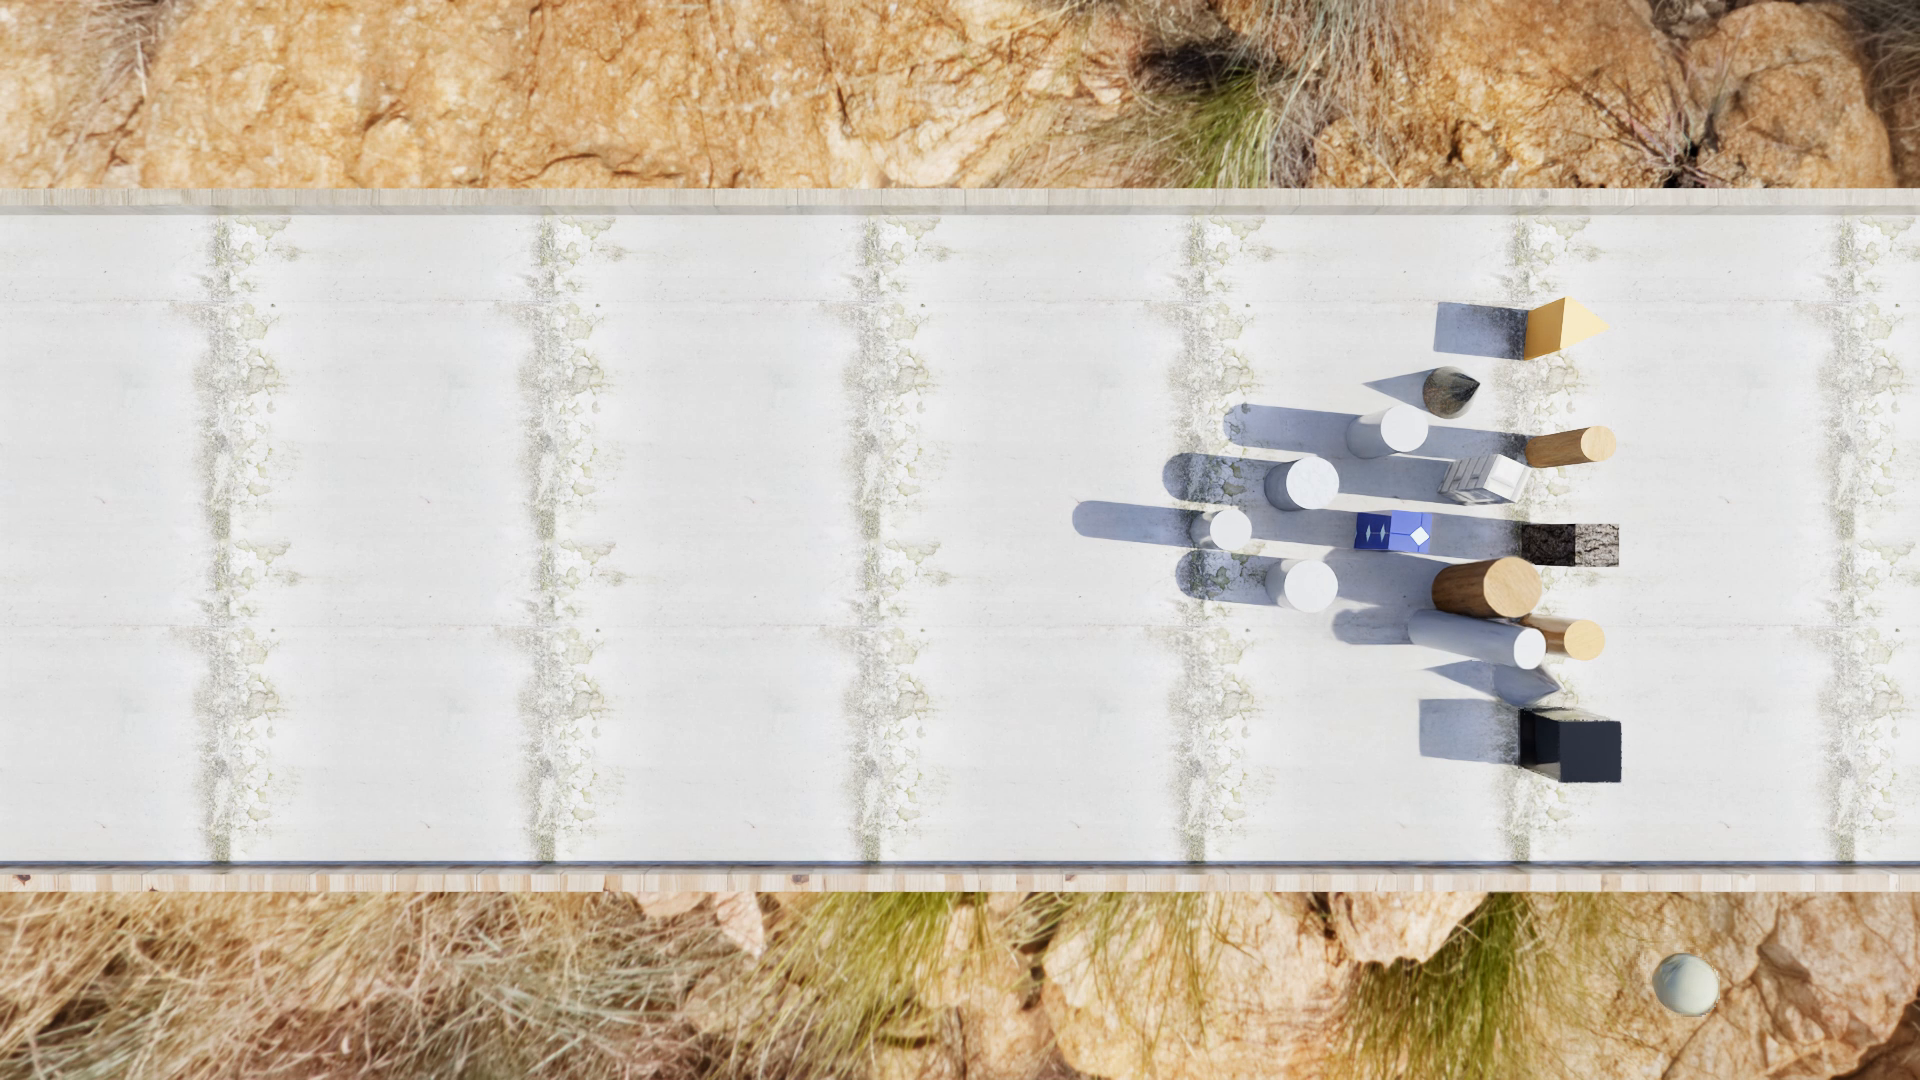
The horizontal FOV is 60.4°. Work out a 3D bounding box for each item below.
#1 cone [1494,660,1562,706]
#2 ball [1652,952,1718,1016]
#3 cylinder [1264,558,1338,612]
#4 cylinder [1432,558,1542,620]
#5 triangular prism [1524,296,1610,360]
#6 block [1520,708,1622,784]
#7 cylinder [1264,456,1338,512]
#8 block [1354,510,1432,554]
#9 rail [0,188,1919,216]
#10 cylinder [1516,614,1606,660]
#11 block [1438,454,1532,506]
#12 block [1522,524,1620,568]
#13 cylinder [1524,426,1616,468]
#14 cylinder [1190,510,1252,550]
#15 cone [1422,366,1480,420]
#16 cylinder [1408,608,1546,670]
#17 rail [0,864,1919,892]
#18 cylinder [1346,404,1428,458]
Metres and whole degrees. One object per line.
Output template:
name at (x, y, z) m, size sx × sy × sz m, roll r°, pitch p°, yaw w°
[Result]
cone at (1.729, 0.427, 4.905) m, size 0.172 × 0.343 × 0.172 m, roll 0°, pitch 90°, yaw 0°
ball at (2.055, 1.258, 4.672) m, size 0.172 × 0.172 × 0.172 m, roll 0°, pitch 90°, yaw 0°
cylinder at (1.015, 0.134, 4.922) m, size 0.154 × 0.308 × 0.154 m, roll 0°, pitch 90°, yaw 0°
cylinder at (1.548, 0.147, 4.868) m, size 0.171 × 0.400 × 0.171 m, roll 0°, pitch 86°, yaw -5°
triangular prism at (1.781, -0.645, 4.921) m, size 0.154 × 0.311 × 0.134 m, roll -24°, pitch 90°, yaw 0°
block at (1.810, 0.608, 4.904) m, size 0.176 × 0.346 × 0.176 m, roll 0°, pitch 90°, yaw 0°
cylinder at (1.010, -0.164, 4.901) m, size 0.151 × 0.350 × 0.151 m, roll 0°, pitch 90°, yaw 0°
block at (1.275, -0.024, 4.872) m, size 0.114 × 0.408 × 0.114 m, roll 6°, pitch 90°, yaw 0°
rail at (-2.247, -1.025, 5.002) m, size 12.000 × 0.150 × 0.050 m, roll 0°, pitch 90°, yaw 0°
cylinder at (1.768, 0.284, 4.872) m, size 0.117 × 0.409 × 0.117 m, roll 0°, pitch 90°, yaw 0°
block at (1.536, -0.173, 4.852) m, size 0.104 × 0.449 × 0.104 m, roll 24°, pitch 90°, yaw 0°
block at (1.790, 0.015, 4.853) m, size 0.123 × 0.446 × 0.123 m, roll 0°, pitch 90°, yaw 0°
cylinder at (1.789, -0.270, 4.847) m, size 0.100 × 0.458 × 0.100 m, roll 0°, pitch 90°, yaw 0°
cylinder at (0.767, -0.029, 4.873) m, size 0.118 × 0.407 × 0.118 m, roll 0°, pitch 90°, yaw 0°
cone at (1.506, -0.453, 4.922) m, size 0.165 × 0.309 × 0.165 m, roll 0°, pitch 90°, yaw 0°
cylinder at (1.510, 0.286, 4.848) m, size 0.117 × 0.451 × 0.117 m, roll -3°, pitch 96°, yaw -25°
rail at (-2.247, 1.025, 5.001) m, size 12.000 × 0.150 × 0.050 m, roll 0°, pitch 90°, yaw 0°
cylinder at (1.254, -0.316, 4.865) m, size 0.133 × 0.423 × 0.133 m, roll 0°, pitch 90°, yaw 0°
